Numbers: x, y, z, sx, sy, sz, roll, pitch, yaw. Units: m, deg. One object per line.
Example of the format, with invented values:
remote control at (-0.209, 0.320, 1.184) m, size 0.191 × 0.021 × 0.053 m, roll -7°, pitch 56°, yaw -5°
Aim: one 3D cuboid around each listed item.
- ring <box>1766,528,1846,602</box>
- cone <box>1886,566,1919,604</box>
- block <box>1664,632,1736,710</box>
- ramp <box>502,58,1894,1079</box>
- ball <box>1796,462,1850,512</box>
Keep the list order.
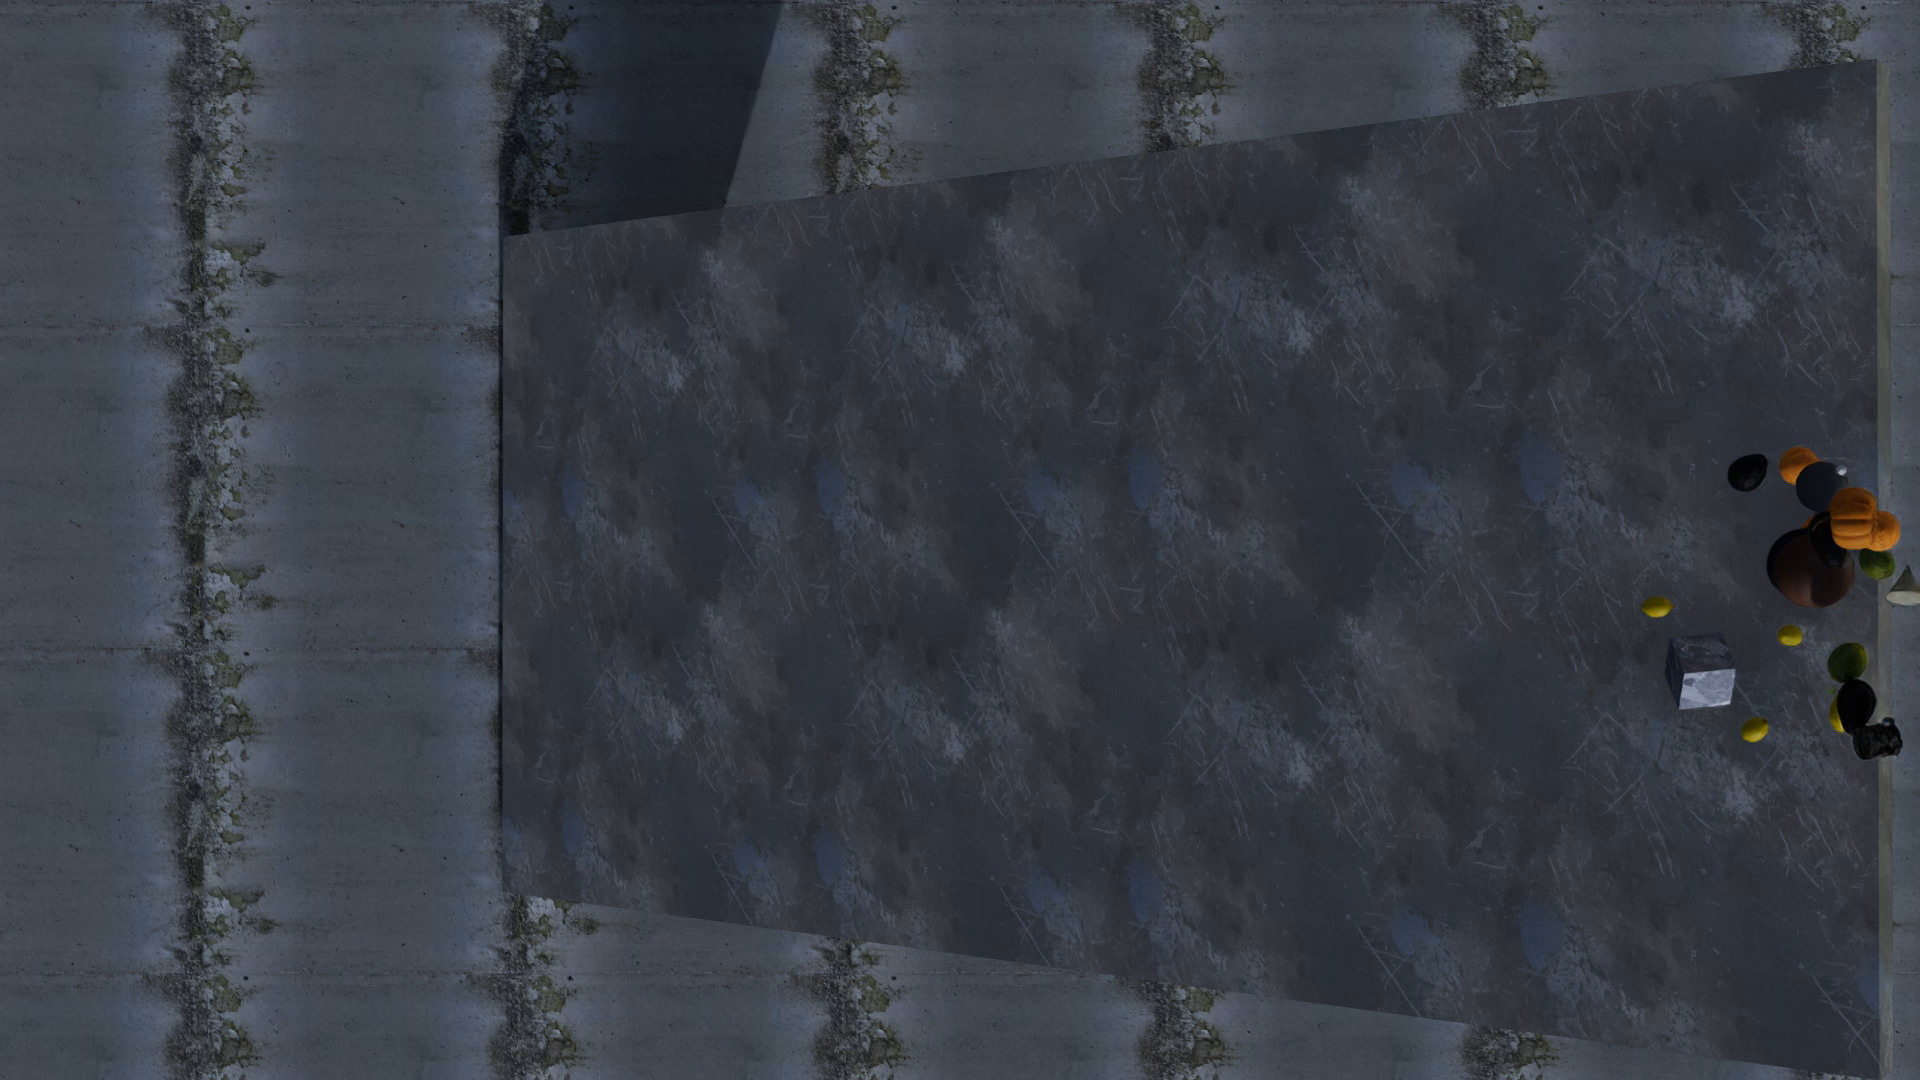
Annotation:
ring at (1.481, 0.043, 3.850) m, size 0.131 × 0.044 × 0.131 m, roll 2°, pitch 100°, yaw 12°
cone at (1.420, 0.062, 3.298) m, size 0.053 × 0.053 × 0.053 m, roll 13°, pitch 68°, yaw 0°
block at (1.420, 0.251, 4.219) m, size 0.098 × 0.098 × 0.098 m, roll -6°, pitch 131°, yaw 2°
ramp at (0.231, 0.065, 5.549) m, size 4.000 × 0.100 × 2.000 m, roll 0°, pitch 89°, yaw 37°
ball at (1.473, -0.091, 3.757) m, size 0.086 × 0.086 × 0.086 m, roll 0°, pitch 90°, yaw 0°
